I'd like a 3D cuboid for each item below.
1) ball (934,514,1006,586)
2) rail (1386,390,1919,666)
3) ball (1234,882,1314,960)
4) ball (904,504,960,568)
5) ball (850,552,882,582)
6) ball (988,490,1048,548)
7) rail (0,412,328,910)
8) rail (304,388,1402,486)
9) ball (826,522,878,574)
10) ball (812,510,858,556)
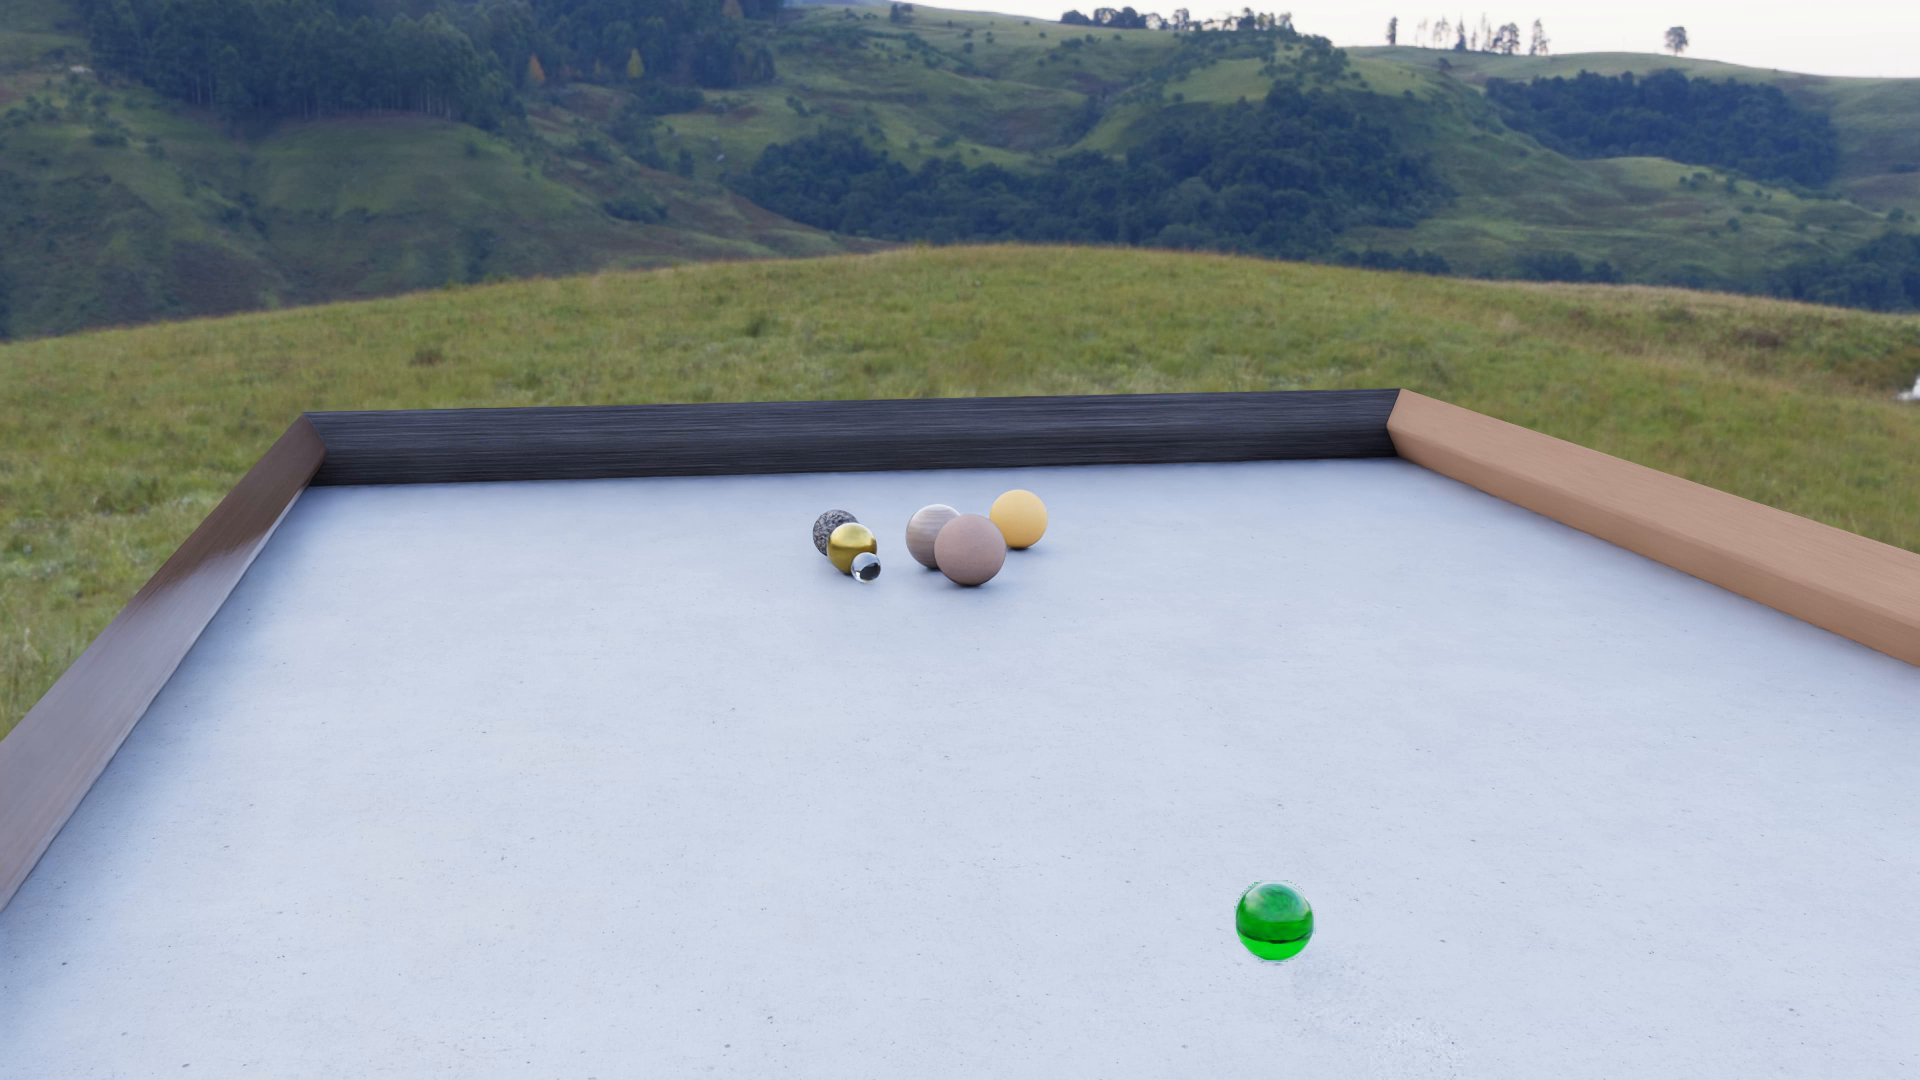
[{"bbox_3d":[0.014,0.014,3.032,0.100,0.100,0.100,0,11,0],"label":"ball"},{"bbox_3d":[1.127,0.108,2.453,0.045,0.130,3.594,-2,11,-10],"label":"rail"},{"bbox_3d":[0.240,0.291,1.681,0.060,0.060,0.060,0,11,0],"label":"ball"},{"bbox_3d":[-0.033,-0.005,3.151,0.092,0.092,0.092,0,11,0],"label":"ball"},{"bbox_3d":[-0.130,0.038,3.056,0.042,0.042,0.042,0,11,0],"label":"ball"},{"bbox_3d":[0.088,-0.031,3.297,0.089,0.089,0.089,0,11,0],"label":"ball"},{"bbox_3d":[-0.818,0.171,2.120,0.045,0.130,3.594,-2,11,-10],"label":"rail"},{"bbox_3d":[-0.150,-0.188,4.003,2.021,0.130,0.045,-2,11,-10],"label":"rail"},{"bbox_3d":[-0.153,0.012,3.115,0.072,0.072,0.072,0,11,0],"label":"ball"},{"bbox_3d":[-0.180,-0.009,3.223,0.072,0.072,0.072,0,11,0],"label":"ball"}]
